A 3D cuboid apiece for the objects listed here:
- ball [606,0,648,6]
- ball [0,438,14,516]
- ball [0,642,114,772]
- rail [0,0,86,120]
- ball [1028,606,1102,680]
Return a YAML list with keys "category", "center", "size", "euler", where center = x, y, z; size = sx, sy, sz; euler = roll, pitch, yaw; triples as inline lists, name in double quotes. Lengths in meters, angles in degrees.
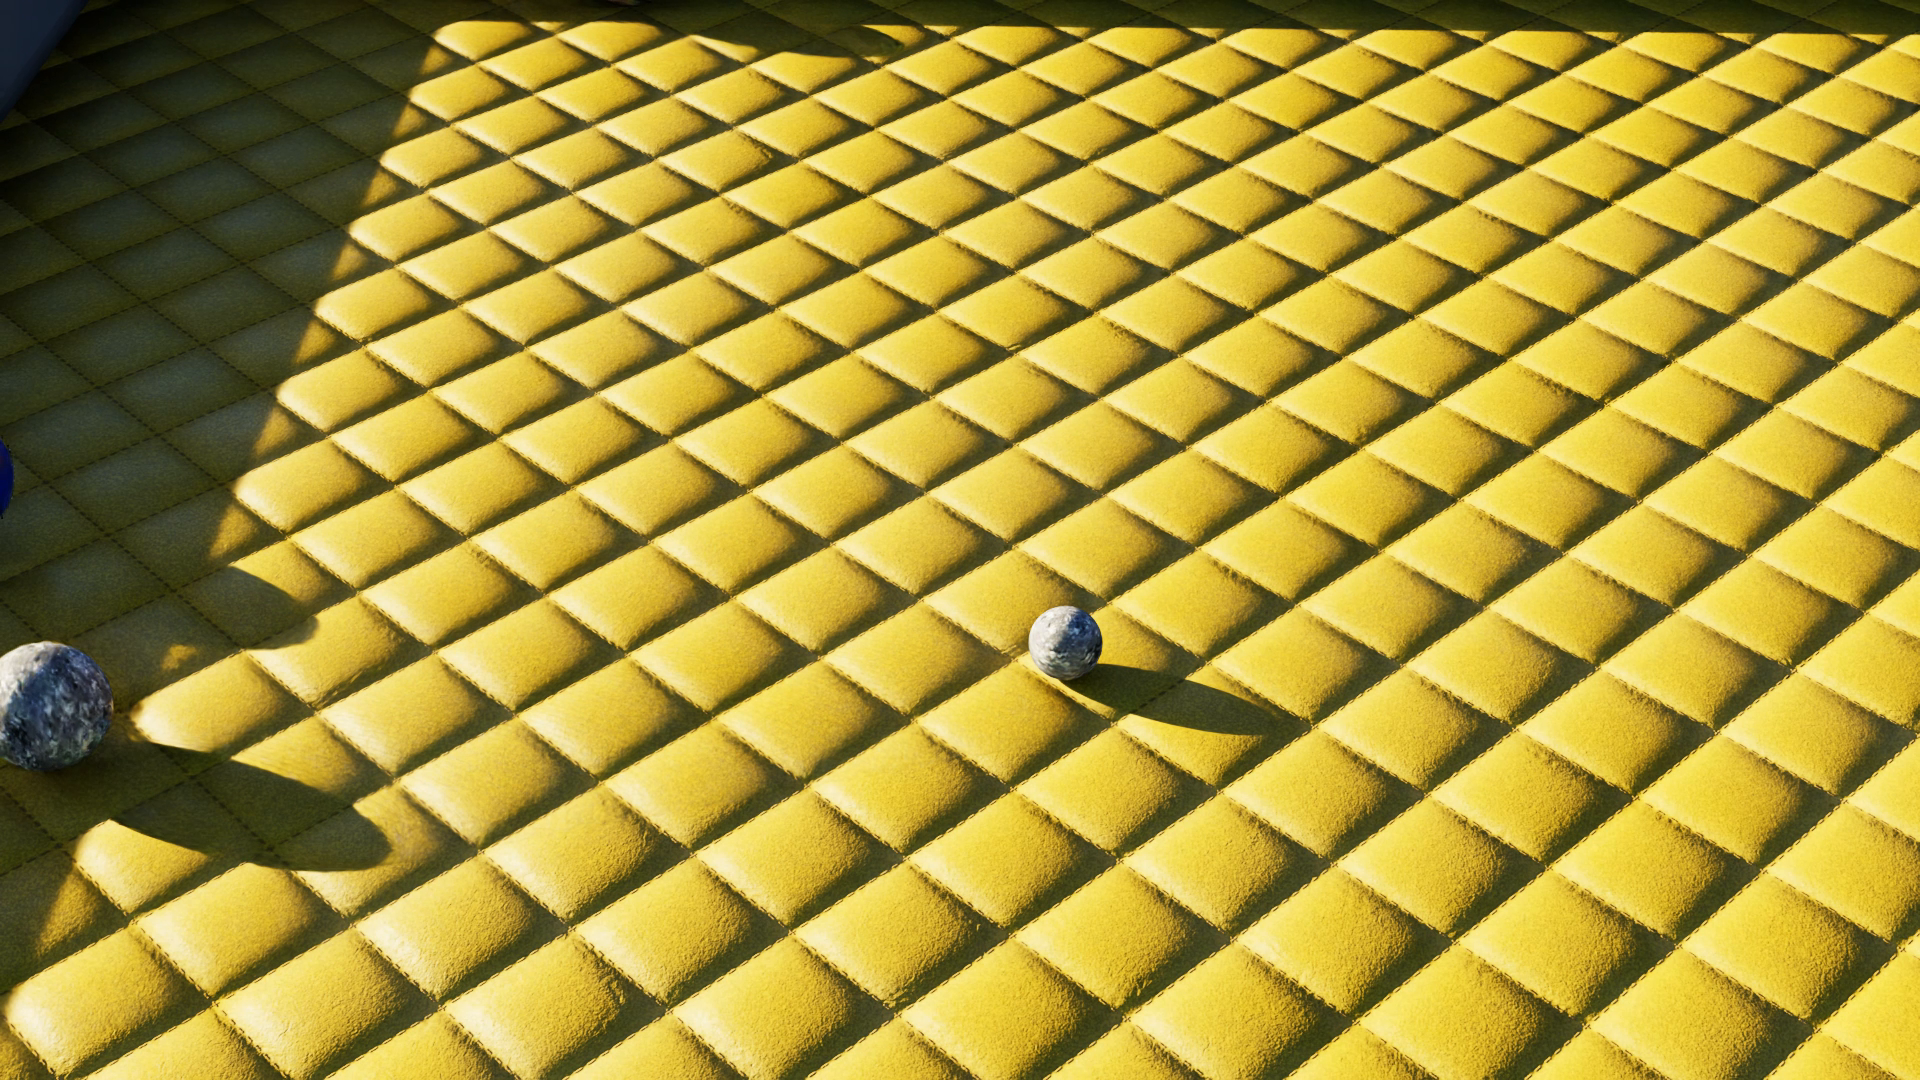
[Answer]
- category: "ball"
  center: [-0.320, -0.560, 2.457]
  size: [0.095, 0.095, 0.095]
  euler: [0, 36, 0]
- category: "ball"
  center: [-0.693, -0.043, 1.739]
  size: [0.097, 0.097, 0.097]
  euler: [0, 36, 0]
- category: "ball"
  center: [-0.554, 0.101, 1.555]
  size: [0.078, 0.078, 0.078]
  euler: [0, 36, 0]
- category: "rail"
  center: [-0.843, -0.035, 1.702]
  size: [0.045, 0.125, 2.046]
  euler: [1, 36, 1]
- category: "ball"
  center: [0.067, 0.065, 1.631]
  size: [0.047, 0.047, 0.047]
  euler: [0, 36, 0]
